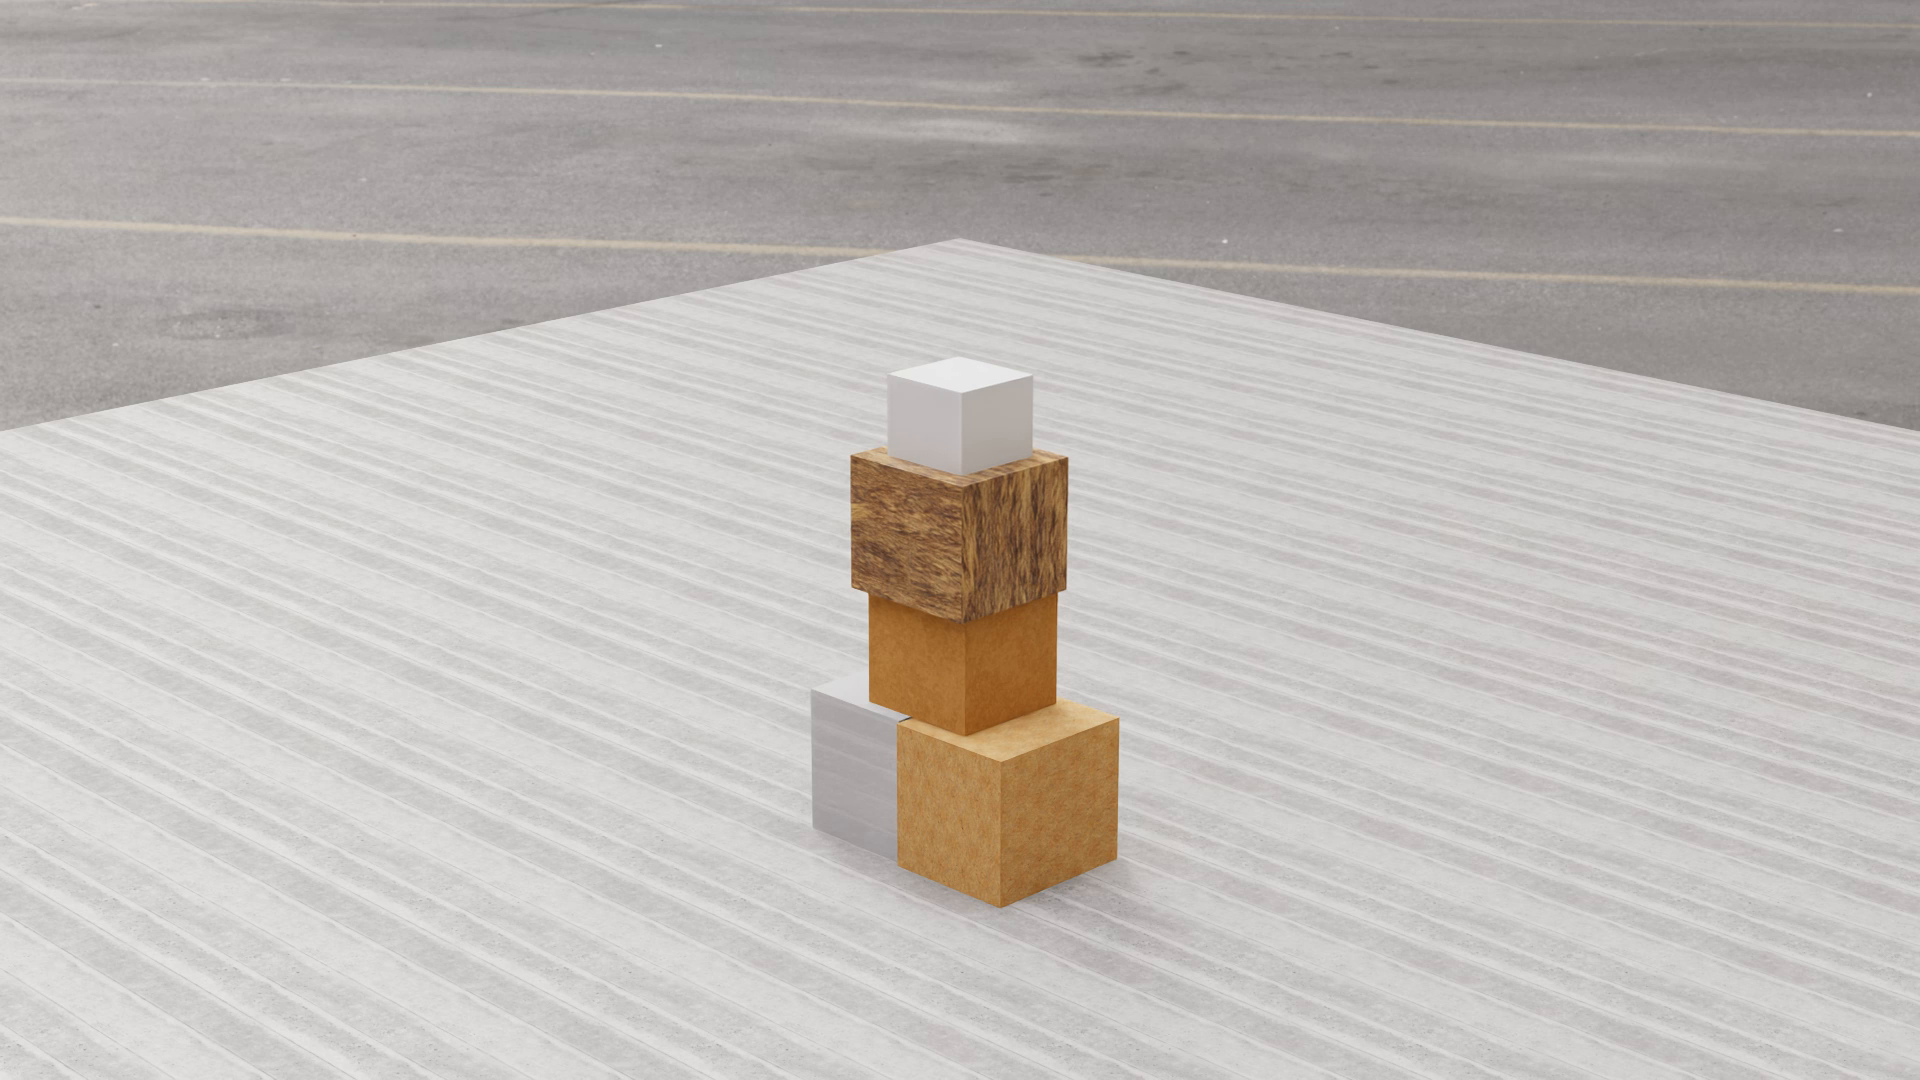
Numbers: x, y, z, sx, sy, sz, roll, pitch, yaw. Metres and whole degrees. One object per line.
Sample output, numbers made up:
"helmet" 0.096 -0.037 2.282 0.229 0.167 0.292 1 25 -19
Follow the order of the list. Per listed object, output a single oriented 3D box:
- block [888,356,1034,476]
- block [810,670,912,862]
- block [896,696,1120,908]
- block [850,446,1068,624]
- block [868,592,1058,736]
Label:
"block" 0.001 -0.560 13.157 0.455 0.379 0.470 -17 24 -42
"block" -0.247 1.025 13.904 0.688 0.707 0.601 -17 24 -42
"block" 0.221 1.159 13.485 0.779 0.703 0.663 -17 24 -42
"block" -0.004 -0.078 13.307 0.680 0.631 0.713 -17 24 -42
"block" 0.014 0.485 13.506 0.600 0.563 0.628 -17 24 -42
